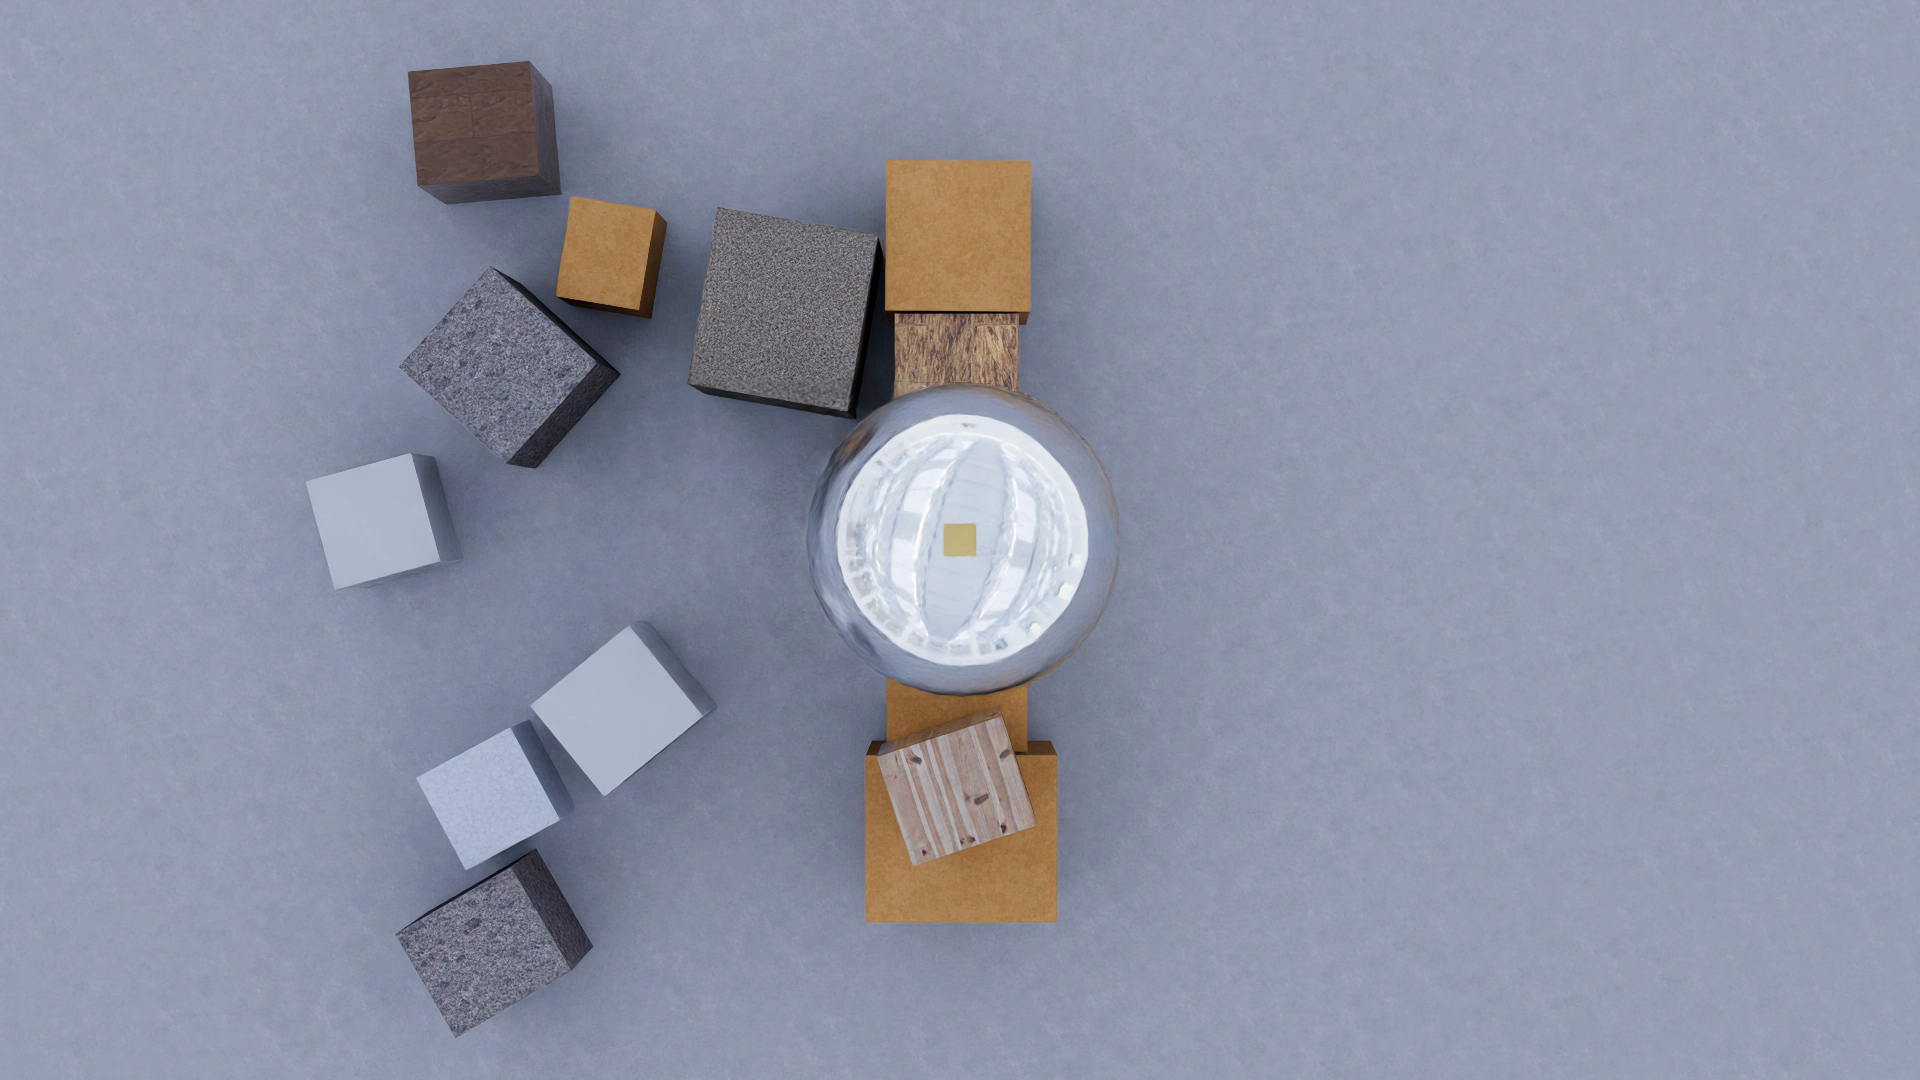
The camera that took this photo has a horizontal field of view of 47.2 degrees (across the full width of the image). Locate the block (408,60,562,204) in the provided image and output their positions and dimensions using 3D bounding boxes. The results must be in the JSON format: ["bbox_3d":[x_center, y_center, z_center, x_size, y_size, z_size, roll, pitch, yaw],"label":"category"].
[{"bbox_3d":[-2.725,-2.333,12.660,0.685,0.680,0.644,-5,90,0],"label":"block"}]

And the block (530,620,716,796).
[{"bbox_3d":[-1.918,0.955,12.643,0.711,0.715,0.657,-39,90,0],"label":"block"}]

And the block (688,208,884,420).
[{"bbox_3d":[-0.979,-1.273,12.560,0.897,0.880,0.988,10,90,0],"label":"block"}]

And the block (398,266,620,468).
[{"bbox_3d":[-2.552,-0.969,12.576,0.799,0.848,0.754,42,90,0],"label":"block"}]

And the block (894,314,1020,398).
[{"bbox_3d":[-0.017,-0.913,12.628,0.693,0.744,0.697,0,90,0],"label":"block"}]

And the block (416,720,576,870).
[{"bbox_3d":[-2.671,1.466,12.723,0.606,0.553,0.596,-28,90,0],"label":"block"}]

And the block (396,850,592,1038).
[{"bbox_3d":[-2.659,2.301,12.634,0.748,0.733,0.670,-30,90,0],"label":"block"}]

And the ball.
[{"bbox_3d":[0.014,0.000,11.223,1.600,1.600,1.600,0,90,0],"label":"ball"}]

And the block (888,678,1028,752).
[{"bbox_3d":[-0.015,0.800,12.610,0.780,0.780,0.753,0,90,0],"label":"block"}]

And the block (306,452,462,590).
[{"bbox_3d":[-3.321,-0.106,12.720,0.618,0.561,0.634,-15,90,0],"label":"block"}]

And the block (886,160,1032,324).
[{"bbox_3d":[-0.010,-1.694,12.618,0.806,0.763,0.838,1,90,0],"label":"block"}]

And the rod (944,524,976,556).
[{"bbox_3d":[0.006,0.000,7.823,0.080,5.200,0.080,0,90,0],"label":"rod"}]

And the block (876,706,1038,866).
[{"bbox_3d":[-0.015,1.301,11.758,0.683,0.720,0.594,-18,90,0],"label":"block"}]

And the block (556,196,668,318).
[{"bbox_3d":[-2.016,-1.631,12.750,0.483,0.501,0.577,10,90,0],"label":"block"}]

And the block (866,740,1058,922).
[{"bbox_3d":[0.008,1.648,12.559,1.057,0.882,0.922,0,90,0],"label":"block"}]
